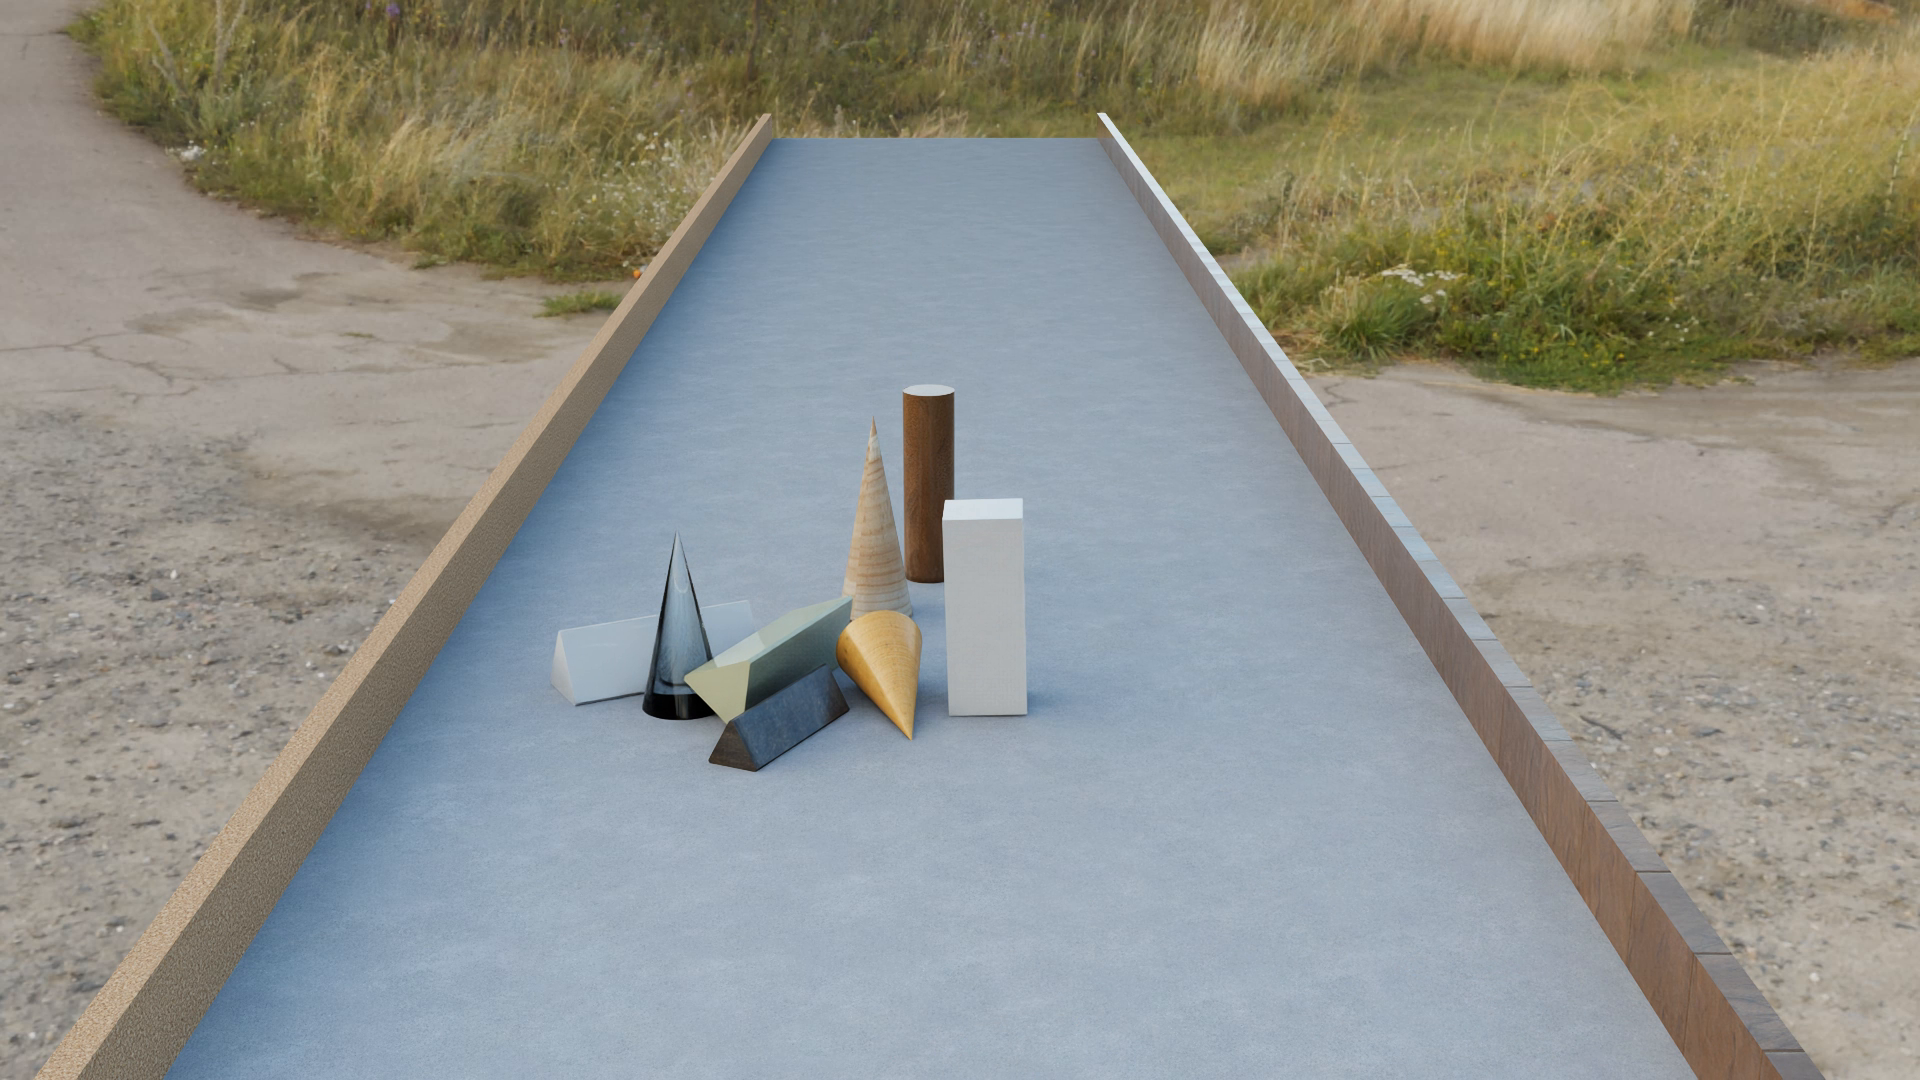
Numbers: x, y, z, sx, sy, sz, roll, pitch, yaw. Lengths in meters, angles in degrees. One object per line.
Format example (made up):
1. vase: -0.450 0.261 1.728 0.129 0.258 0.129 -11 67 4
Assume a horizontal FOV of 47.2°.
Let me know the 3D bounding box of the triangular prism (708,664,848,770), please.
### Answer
1. triangular prism: -0.327 0.316 4.007 0.099 0.086 0.333 8 18 25

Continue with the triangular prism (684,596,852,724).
1. triangular prism: -0.334 0.208 4.187 0.147 0.127 0.416 45 28 7

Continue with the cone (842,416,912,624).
1. cone: -0.180 -0.050 4.628 0.160 0.438 0.160 0 17 0

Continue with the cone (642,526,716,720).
1. cone: -0.524 0.143 4.122 0.157 0.355 0.157 0 17 0

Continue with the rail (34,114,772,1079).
1. rail: -1.118 -0.838 7.780 0.050 0.150 12.000 0 17 -1

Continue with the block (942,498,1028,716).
1. block: 0.049 0.125 4.129 0.146 0.379 0.146 -1 15 2

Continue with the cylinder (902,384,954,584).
1. cylinder: -0.069 -0.124 4.894 0.114 0.428 0.114 0 17 0

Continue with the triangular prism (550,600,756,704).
1. triangular prism: -0.592 0.207 4.297 0.390 0.127 0.147 -9 19 -28

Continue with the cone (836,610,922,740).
1. cone: -0.122 0.286 4.119 0.171 0.171 0.304 -4 33 -13

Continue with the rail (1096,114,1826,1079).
1. rail: 0.932 -0.844 7.801 0.050 0.150 12.000 0 17 -1
